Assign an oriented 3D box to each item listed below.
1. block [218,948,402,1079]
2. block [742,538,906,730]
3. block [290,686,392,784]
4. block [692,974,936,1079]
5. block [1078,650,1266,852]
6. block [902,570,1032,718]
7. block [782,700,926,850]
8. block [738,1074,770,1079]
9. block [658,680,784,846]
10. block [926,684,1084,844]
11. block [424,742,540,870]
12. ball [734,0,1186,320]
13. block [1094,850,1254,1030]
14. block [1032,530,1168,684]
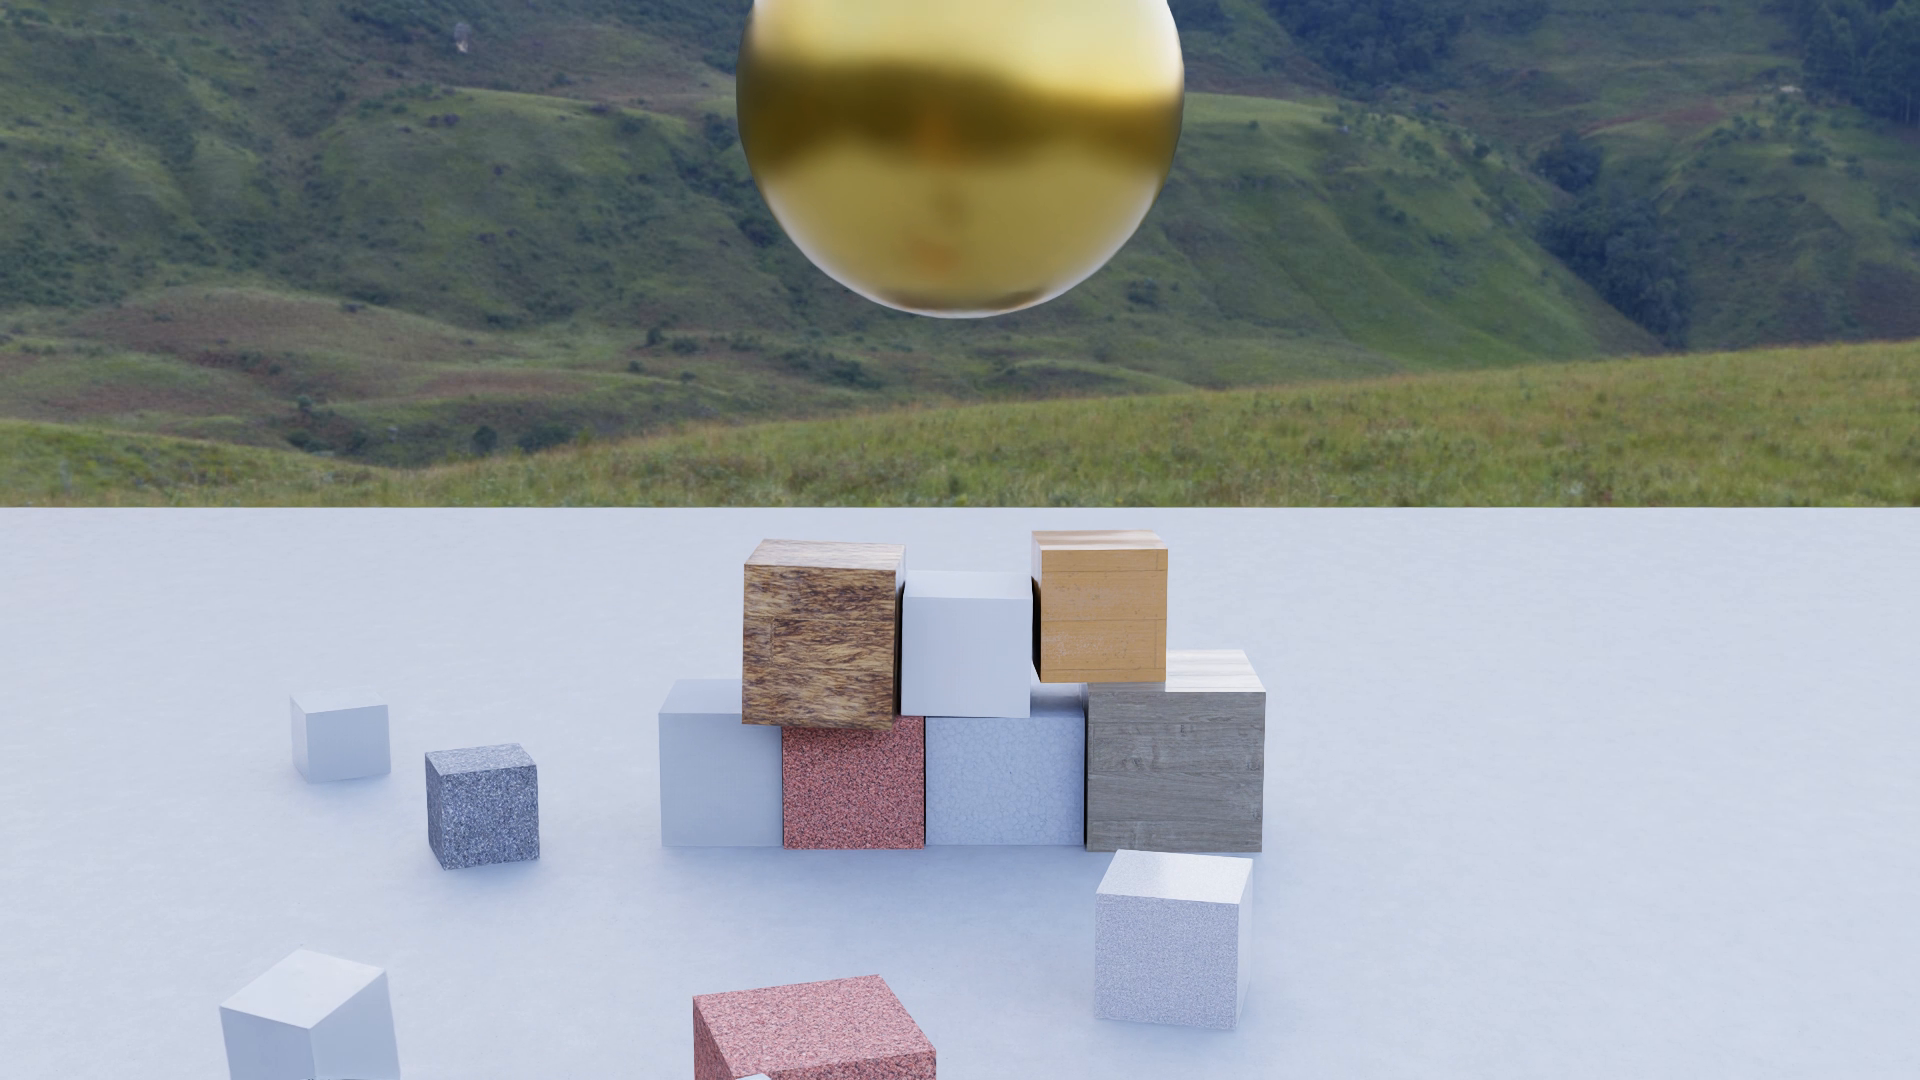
[{"bbox_3d":[-2.335,1.827,7.931,0.401,0.489,0.422,7,22,23],"label":"block"},{"bbox_3d":[-0.670,0.461,10.990,0.734,0.797,0.691,2,10,2],"label":"block"},{"bbox_3d":[-3.508,1.093,12.439,0.449,0.399,0.491,-5,12,-26],"label":"block"},{"bbox_3d":[-0.505,1.909,7.494,0.676,0.562,0.704,-3,11,-17],"label":"block"},{"bbox_3d":[1.071,1.072,11.358,0.872,0.826,0.912,0,10,0],"label":"block"},{"bbox_3d":[0.039,0.524,11.265,0.641,0.606,0.681,1,10,1],"label":"block"},{"bbox_3d":[-0.532,1.148,11.375,0.701,0.671,0.822,0,10,0],"label":"block"},{"bbox_3d":[-0.757,2.063,6.474,0.748,0.625,0.663,-6,12,-32],"label":"block"},{"bbox_3d":[-1.196,1.140,11.370,0.613,0.689,0.709,0,10,0],"label":"block"},{"bbox_3d":[0.226,1.150,11.396,0.796,0.661,0.708,0,10,0],"label":"block"},{"bbox_3d":[-2.381,1.321,10.957,0.470,0.481,0.438,-4,11,-23],"label":"block"},{"bbox_3d":[0.000,-1.591,7.838,1.600,1.600,1.600,0,10,0],"label":"ball"},{"bbox_3d":[0.888,1.638,9.078,0.574,0.529,0.569,2,11,13],"label":"block"},{"bbox_3d":[0.702,0.331,11.232,0.631,0.677,0.555,-1,10,-3],"label":"block"}]
